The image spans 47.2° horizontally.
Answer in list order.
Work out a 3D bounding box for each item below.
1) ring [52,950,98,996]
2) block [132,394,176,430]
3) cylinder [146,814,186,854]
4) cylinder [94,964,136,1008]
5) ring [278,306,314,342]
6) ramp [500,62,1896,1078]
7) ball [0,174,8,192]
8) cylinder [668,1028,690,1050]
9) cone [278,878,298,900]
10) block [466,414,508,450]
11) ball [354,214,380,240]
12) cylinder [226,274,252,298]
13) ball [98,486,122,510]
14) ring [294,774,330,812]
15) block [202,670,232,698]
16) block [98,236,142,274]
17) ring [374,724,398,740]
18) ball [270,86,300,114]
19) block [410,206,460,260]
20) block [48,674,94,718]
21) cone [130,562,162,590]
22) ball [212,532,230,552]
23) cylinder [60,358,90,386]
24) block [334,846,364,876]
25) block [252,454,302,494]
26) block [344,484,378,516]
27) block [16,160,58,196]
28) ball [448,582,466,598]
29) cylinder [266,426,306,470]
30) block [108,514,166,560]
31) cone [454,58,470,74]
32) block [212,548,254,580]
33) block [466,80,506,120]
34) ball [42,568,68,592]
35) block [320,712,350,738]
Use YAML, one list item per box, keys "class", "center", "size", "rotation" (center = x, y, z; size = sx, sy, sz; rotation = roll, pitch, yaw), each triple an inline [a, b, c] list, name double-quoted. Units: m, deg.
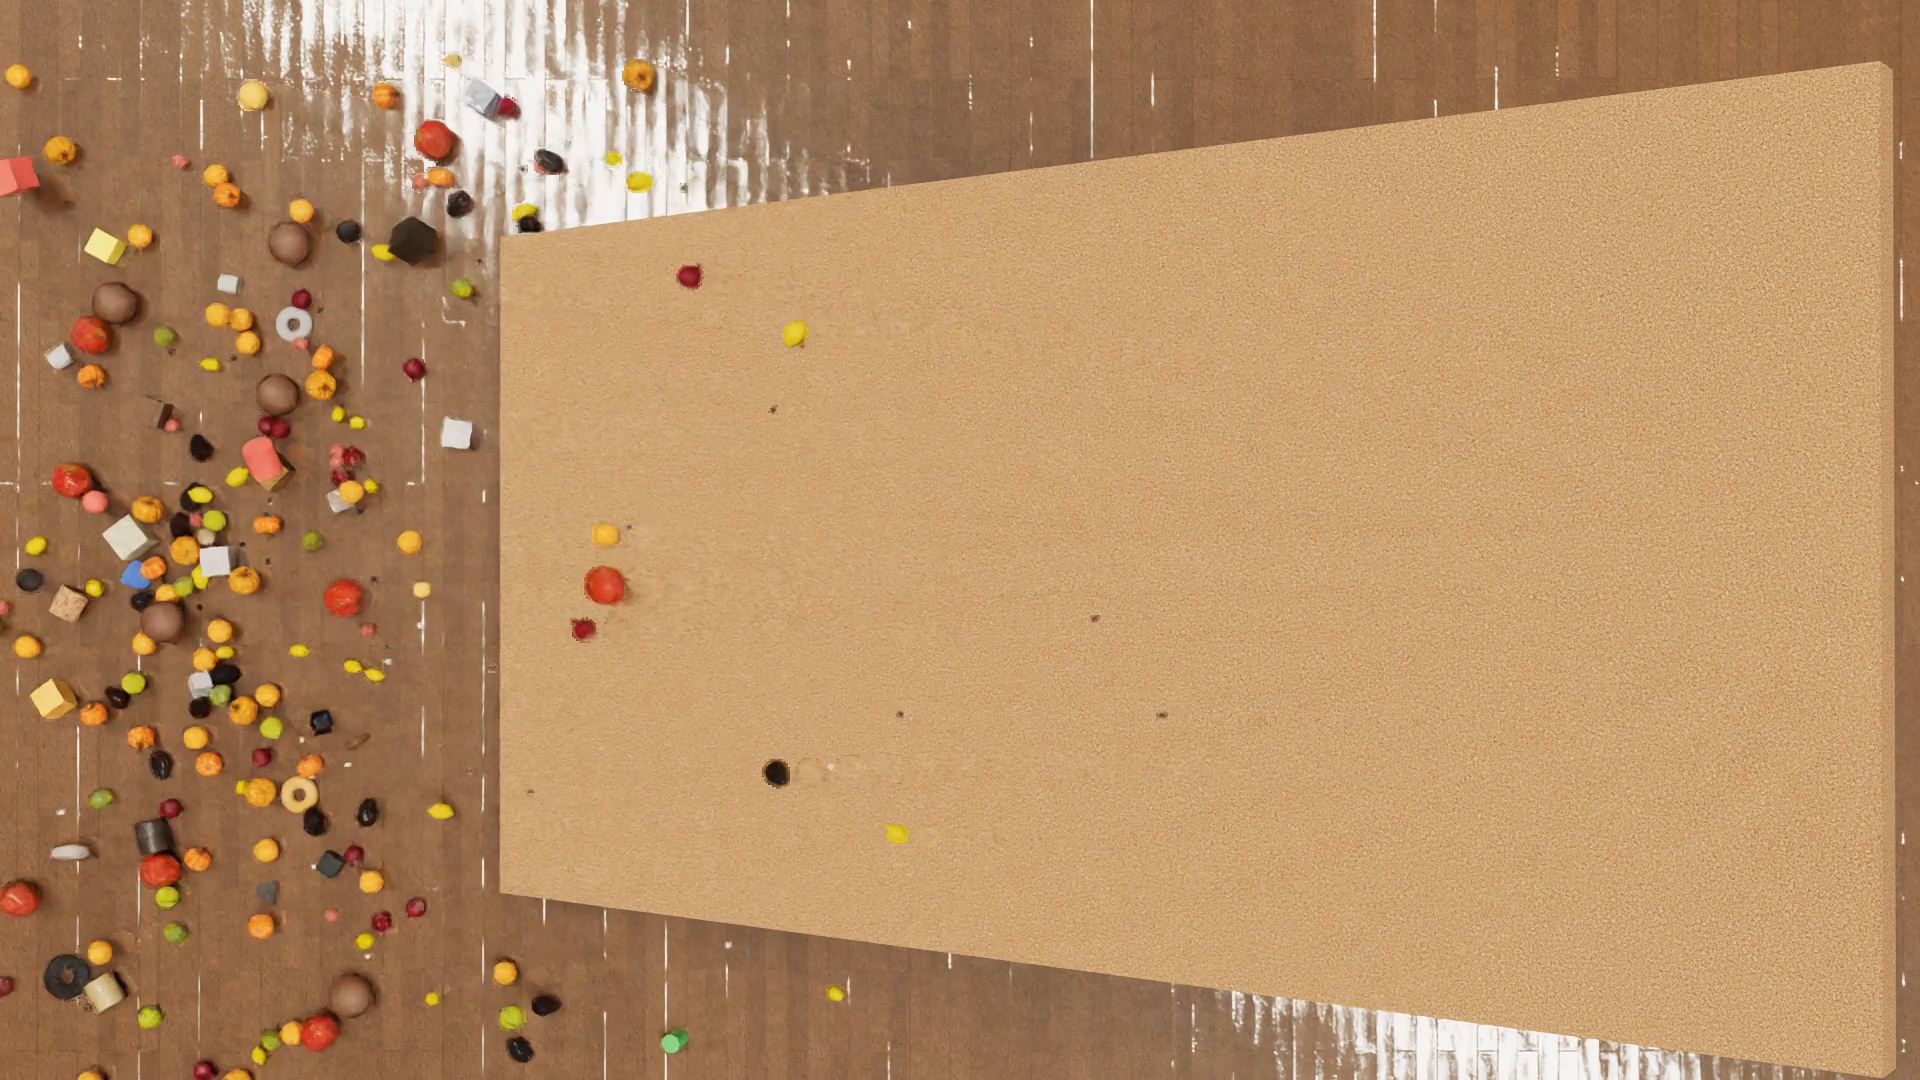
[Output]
- class: "ring"
  center: [-2.717, 1.332, 6.752]
  size: [0.141, 0.047, 0.141]
  rotation: [0, 89, 1]
- class: "block"
  center: [-2.473, -0.392, 6.748]
  size: [0.080, 0.080, 0.080]
  rotation: [19, 90, 0]
- class: "cylinder"
  center: [-2.431, 0.898, 6.730]
  size: [0.096, 0.096, 0.096]
  rotation: [-15, 90, 0]
- class: "cylinder"
  center: [-2.586, 1.364, 6.729]
  size: [0.093, 0.093, 0.093]
  rotation: [-32, 90, 0]
- class: "ring"
  center: [-2.044, -0.666, 6.771]
  size: [0.115, 0.038, 0.115]
  rotation: [0, 91, -1]
- class: "ramp"
  center: [0.235, 0.066, 5.555]
  size: [4.000, 0.100, 2.000]
  rotation: [0, 89, 37]
- class: "ball"
  center: [-2.959, -1.097, 6.763]
  size: [0.061, 0.061, 0.061]
  rotation: [0, 90, 0]
- class: "cylinder"
  center: [-0.860, 1.528, 6.741]
  size: [0.057, 0.057, 0.057]
  rotation: [0, 88, 2]
- class: "cone"
  center: [-2.050, 1.084, 6.758]
  size: [0.067, 0.067, 0.067]
  rotation: [-24, 124, 0]
- class: "block"
  center: [-1.436, -0.330, 6.679]
  size: [0.083, 0.083, 0.083]
  rotation: [-22, 75, 34]
- class: "ball"
  center: [-1.821, -0.962, 6.755]
  size: [0.075, 0.075, 0.075]
  rotation: [0, 90, 0]
- class: "cylinder"
  center: [-2.218, -0.780, 6.763]
  size: [0.055, 0.055, 0.055]
  rotation: [33, 90, 1]
- class: "ball"
  center: [-2.583, -0.128, 6.680]
  size: [0.070, 0.070, 0.070]
  rotation: [0, 90, 0]
- class: "ring"
  center: [-1.992, 0.780, 6.760]
  size: [0.117, 0.039, 0.117]
  rotation: [0, 89, 1]
- class: "block"
  center: [-2.275, 0.443, 6.737]
  size: [0.055, 0.055, 0.055]
  rotation: [53, 133, 14]
- class: "block"
  center: [-2.581, -0.874, 6.753]
  size: [0.077, 0.077, 0.077]
  rotation: [32, 90, 0]
- class: "ring"
  center: [-1.757, 0.588, 6.734]
  size: [0.075, 0.075, 0.025]
  rotation: [-14, 114, 0]
- class: "ball"
  center: [-2.055, -1.339, 6.699]
  size: [0.086, 0.086, 0.086]
  rotation: [0, 90, 0]
- class: "block"
  center: [-1.600, -0.935, 6.707]
  size: [0.093, 0.093, 0.093]
  rotation: [-37, 60, -10]
- class: "block"
  center: [-2.710, 0.477, 6.699]
  size: [0.083, 0.083, 0.083]
  rotation: [-27, 83, -45]
- class: "cone"
  center: [-2.523, 0.115, 6.764]
  size: [0.090, 0.090, 0.090]
  rotation: [-6, 90, 27]
- class: "ball"
  center: [-2.260, 0.006, 6.724]
  size: [0.056, 0.056, 0.056]
  rotation: [0, 90, 0]
- class: "cylinder"
  center: [-2.719, -0.518, 6.754]
  size: [0.063, 0.063, 0.063]
  rotation: [-27, 90, 4]
- class: "block"
  center: [-1.876, 0.986, 6.748]
  size: [0.060, 0.060, 0.060]
  rotation: [29, 90, 0]
- class: "block"
  center: [-2.094, -0.206, 6.742]
  size: [0.090, 0.090, 0.090]
  rotation: [42, 90, 0]
- class: "block"
  center: [-1.834, -0.121, 6.740]
  size: [0.065, 0.065, 0.065]
  rotation: [-29, 89, -35]
- class: "block"
  center: [-2.785, -1.092, 6.633]
  size: [0.094, 0.094, 0.094]
  rotation: [-5, 105, -40]
- class: "ball"
  center: [-1.547, 0.154, 6.758]
  size: [0.051, 0.051, 0.051]
  rotation: [0, 90, 0]
- class: "cylinder"
  center: [-2.030, -0.277, 6.616]
  size: [0.092, 0.092, 0.092]
  rotation: [-10, 127, 0]
- class: "block"
  center: [-2.520, -0.010, 6.735]
  size: [0.099, 0.099, 0.099]
  rotation: [-36, 90, 0]
- class: "cone"
  center: [-1.534, -1.458, 6.784]
  size: [0.050, 0.050, 0.050]
  rotation: [-1, 115, 0]
- class: "block"
  center: [-2.225, 0.073, 6.741]
  size: [0.086, 0.086, 0.086]
  rotation: [-11, 90, 0]
- class: "block"
  center: [-1.455, -1.350, 6.754]
  size: [0.082, 0.082, 0.082]
  rotation: [36, 90, 0]
- class: "ball"
  center: [-2.778, 0.124, 6.748]
  size: [0.073, 0.073, 0.073]
  rotation: [0, 90, 0]
- class: "block"
  center: [-1.913, 0.568, 6.739]
  size: [0.052, 0.052, 0.052]
  rotation: [-32, 81, 30]
